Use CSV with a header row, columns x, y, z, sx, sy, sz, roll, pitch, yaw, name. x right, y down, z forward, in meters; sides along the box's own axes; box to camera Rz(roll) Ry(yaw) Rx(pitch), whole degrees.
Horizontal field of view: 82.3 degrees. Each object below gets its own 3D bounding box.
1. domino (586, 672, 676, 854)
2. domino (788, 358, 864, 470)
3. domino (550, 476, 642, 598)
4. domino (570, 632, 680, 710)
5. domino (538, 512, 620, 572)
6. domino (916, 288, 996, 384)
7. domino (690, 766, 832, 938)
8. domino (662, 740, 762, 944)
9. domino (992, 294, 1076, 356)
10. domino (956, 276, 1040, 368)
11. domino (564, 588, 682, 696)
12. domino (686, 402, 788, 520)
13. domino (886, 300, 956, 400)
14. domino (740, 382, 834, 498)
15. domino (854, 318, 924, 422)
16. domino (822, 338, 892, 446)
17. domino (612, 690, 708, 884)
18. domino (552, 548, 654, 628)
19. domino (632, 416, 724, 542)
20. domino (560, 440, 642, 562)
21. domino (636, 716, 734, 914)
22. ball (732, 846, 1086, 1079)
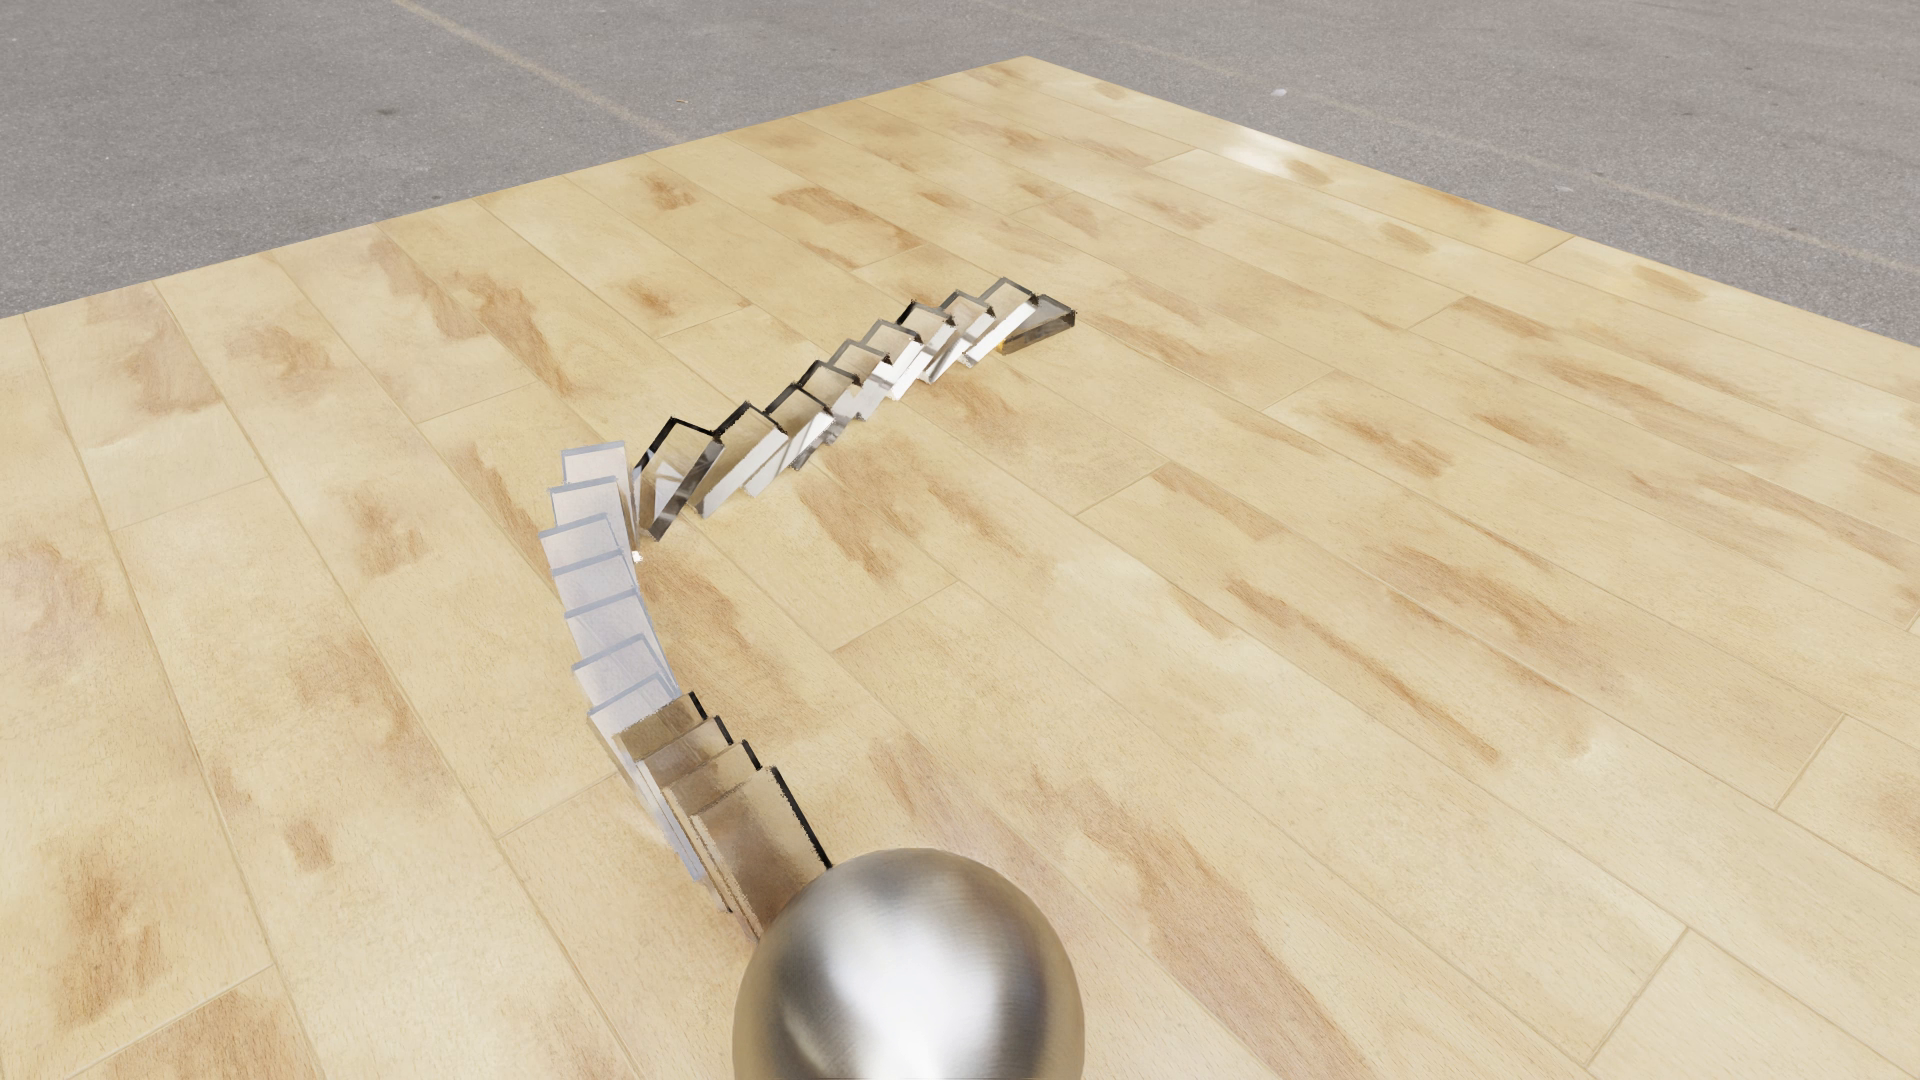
x,y,z,sx,sy,sz,roll,pitch,yaw,name
-0.092,0.069,0.342,0.025,0.010,0.050,-31,76,-32,domino
-0.069,-0.057,0.498,0.025,0.009,0.050,26,70,28,domino
-0.141,0.001,0.424,0.025,0.010,0.050,-13,69,-13,domino
-0.103,0.057,0.358,0.025,0.010,0.050,-27,71,-29,domino
-0.135,0.016,0.406,0.025,0.009,0.050,-20,70,-22,domino
-0.008,-0.103,0.554,0.025,0.010,0.050,33,72,34,domino
-0.051,0.091,0.306,0.025,0.050,0.010,-31,4,-32,domino
-0.061,0.085,0.313,0.025,0.050,0.009,-31,4,-32,domino
0.034,-0.115,0.583,0.050,0.009,0.025,-28,47,-30,domino
0.014,-0.112,0.565,0.050,0.009,0.025,-43,52,-12,domino
-0.113,0.043,0.375,0.025,0.009,0.050,-21,69,-24,domino
-0.100,-0.035,0.470,0.025,0.009,0.050,35,75,34,domino
-0.027,-0.094,0.542,0.025,0.009,0.050,27,70,30,domino
-0.081,-0.044,0.481,0.025,0.009,0.050,35,75,34,domino
-0.042,-0.082,0.528,0.025,0.009,0.050,25,70,29,domino
-0.056,-0.070,0.513,0.025,0.009,0.050,26,70,28,domino
-0.079,0.073,0.328,0.025,0.050,0.009,-31,4,-32,domino
-0.124,0.030,0.391,0.025,0.010,0.050,-20,69,-22,domino
-0.123,-0.026,0.459,0.025,0.010,0.050,21,69,24,domino
-0.144,-0.014,0.442,0.025,0.010,0.050,-11,68,-7,domino
-0.070,0.079,0.321,0.025,0.050,0.009,-30,3,-32,domino
-0.011,0.112,0.251,0.080,0.080,0.080,0,39,0,ball
